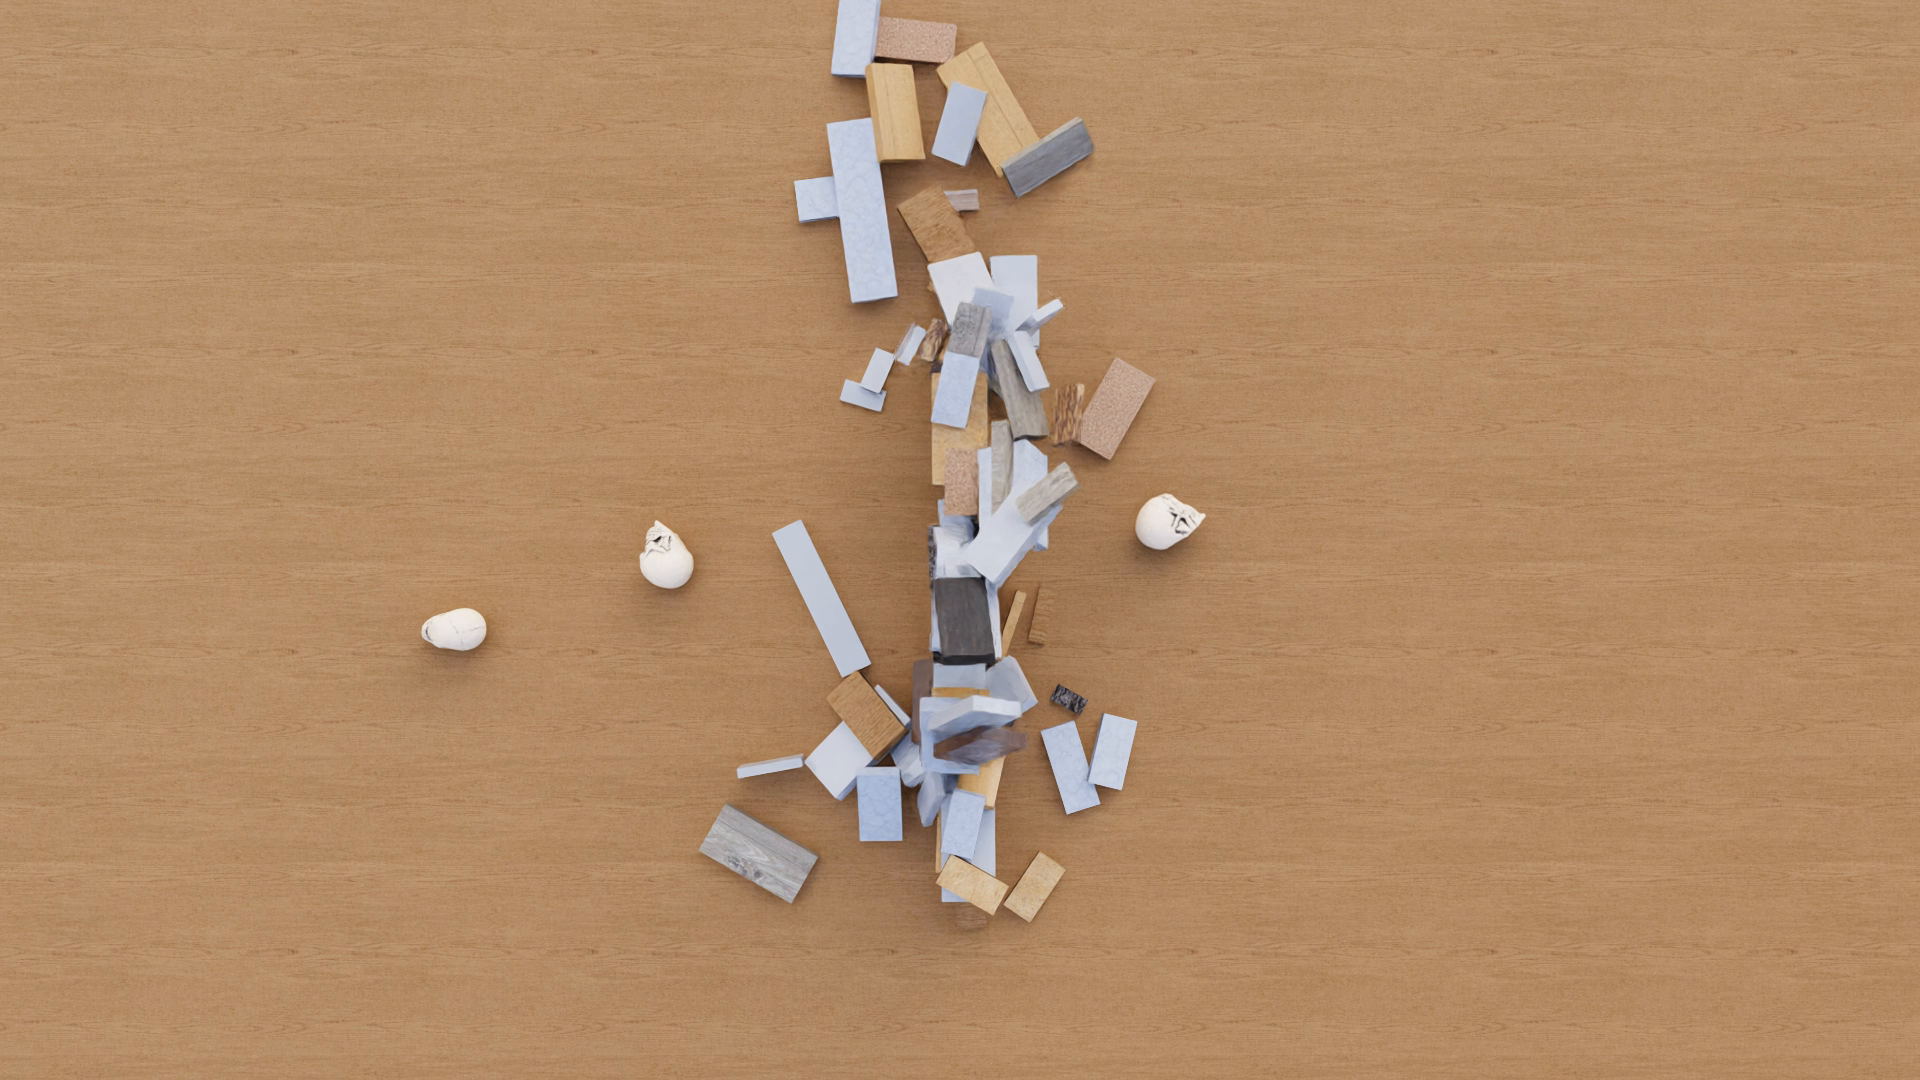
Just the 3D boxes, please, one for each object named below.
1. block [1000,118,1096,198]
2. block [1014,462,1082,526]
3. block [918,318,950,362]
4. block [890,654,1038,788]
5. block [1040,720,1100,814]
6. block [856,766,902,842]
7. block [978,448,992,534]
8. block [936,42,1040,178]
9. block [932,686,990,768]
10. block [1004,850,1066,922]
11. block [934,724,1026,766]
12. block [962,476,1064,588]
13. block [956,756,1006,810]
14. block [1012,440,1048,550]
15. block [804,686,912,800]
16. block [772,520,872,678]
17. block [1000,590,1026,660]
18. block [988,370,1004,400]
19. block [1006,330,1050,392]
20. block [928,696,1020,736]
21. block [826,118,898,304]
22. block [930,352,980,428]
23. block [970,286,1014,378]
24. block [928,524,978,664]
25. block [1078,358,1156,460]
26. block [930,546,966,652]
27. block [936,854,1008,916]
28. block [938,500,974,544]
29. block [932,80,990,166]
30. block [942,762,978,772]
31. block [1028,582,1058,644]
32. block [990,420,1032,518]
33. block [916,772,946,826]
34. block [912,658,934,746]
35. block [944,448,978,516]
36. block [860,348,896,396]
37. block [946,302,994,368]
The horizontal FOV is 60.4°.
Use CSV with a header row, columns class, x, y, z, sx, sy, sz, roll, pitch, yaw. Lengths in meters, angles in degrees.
class,x,y,z,sx,sy,sz,roll,pitch,yaw
block,0.290,-1.263,5.448,0.304,0.035,0.122,-32,129,0
block,0.255,-0.134,4.801,0.191,0.027,0.095,-38,49,14
block,-0.083,-0.661,5.471,0.071,0.020,0.141,22,90,37
block,0.001,0.592,5.368,0.513,0.050,0.177,-36,57,12
block,0.367,0.755,5.484,0.116,0.033,0.288,-17,90,0
block,-0.262,0.867,5.410,0.140,0.040,0.281,-1,122,0
block,0.111,-0.112,5.062,0.044,0.155,0.310,-8,73,26
block,0.099,-1.420,5.456,0.178,0.050,0.407,-31,95,0
block,0.003,0.584,5.129,0.176,0.353,0.050,2,49,3
block,0.247,1.152,5.485,0.106,0.030,0.212,34,90,0
block,0.057,0.615,4.922,0.149,0.299,0.042,15,66,-26
block,0.154,-0.025,4.866,0.305,0.043,0.153,-52,51,1
block,0.072,0.738,5.342,0.130,0.037,0.259,11,60,6
block,0.214,-0.137,5.038,0.043,0.153,0.305,-11,65,28
block,-0.330,0.668,5.435,0.354,0.050,0.177,-46,61,0
block,-0.459,0.194,5.485,0.106,0.030,0.533,-26,90,0
block,0.165,0.281,5.442,0.033,0.116,0.232,19,90,0
block,0.122,-0.565,5.482,0.248,0.035,0.124,40,90,0
block,0.208,-0.551,5.080,0.027,0.095,0.191,-24,87,30
block,0.038,0.514,4.781,0.149,0.299,0.042,11,68,-24
block,-0.321,-1.085,5.441,0.153,0.043,0.590,-8,91,0
block,-0.013,-0.462,5.069,0.109,0.031,0.219,12,101,1
block,0.073,-0.645,5.130,0.124,0.035,0.268,11,108,-13
block,-0.003,0.161,5.106,0.176,0.050,0.480,-2,54,-2
block,0.506,-0.436,5.478,0.153,0.043,0.307,30,90,0
block,-0.003,0.182,4.970,0.155,0.044,0.324,7,69,-9
block,0.039,1.103,5.291,0.211,0.030,0.105,29,88,1
block,-0.007,0.024,5.156,0.103,0.029,0.356,-3,54,-2
block,0.000,-1.369,5.421,0.122,0.035,0.245,23,114,12
block,0.000,0.694,5.059,0.057,0.113,0.016,16,79,-30
block,0.275,0.244,5.492,0.057,0.016,0.197,12,90,0
block,0.159,-0.169,5.060,0.050,0.178,0.356,-9,69,26
block,-0.096,0.835,5.372,0.030,0.211,0.105,-3,53,-18
block,-0.086,0.522,5.391,0.140,0.040,0.281,-14,60,26
block,0.006,-0.179,5.089,0.103,0.029,0.206,2,91,0
block,-0.273,-0.560,5.479,0.071,0.020,0.141,23,81,1
block,0.023,-0.614,5.076,0.109,0.031,0.219,15,98,0
